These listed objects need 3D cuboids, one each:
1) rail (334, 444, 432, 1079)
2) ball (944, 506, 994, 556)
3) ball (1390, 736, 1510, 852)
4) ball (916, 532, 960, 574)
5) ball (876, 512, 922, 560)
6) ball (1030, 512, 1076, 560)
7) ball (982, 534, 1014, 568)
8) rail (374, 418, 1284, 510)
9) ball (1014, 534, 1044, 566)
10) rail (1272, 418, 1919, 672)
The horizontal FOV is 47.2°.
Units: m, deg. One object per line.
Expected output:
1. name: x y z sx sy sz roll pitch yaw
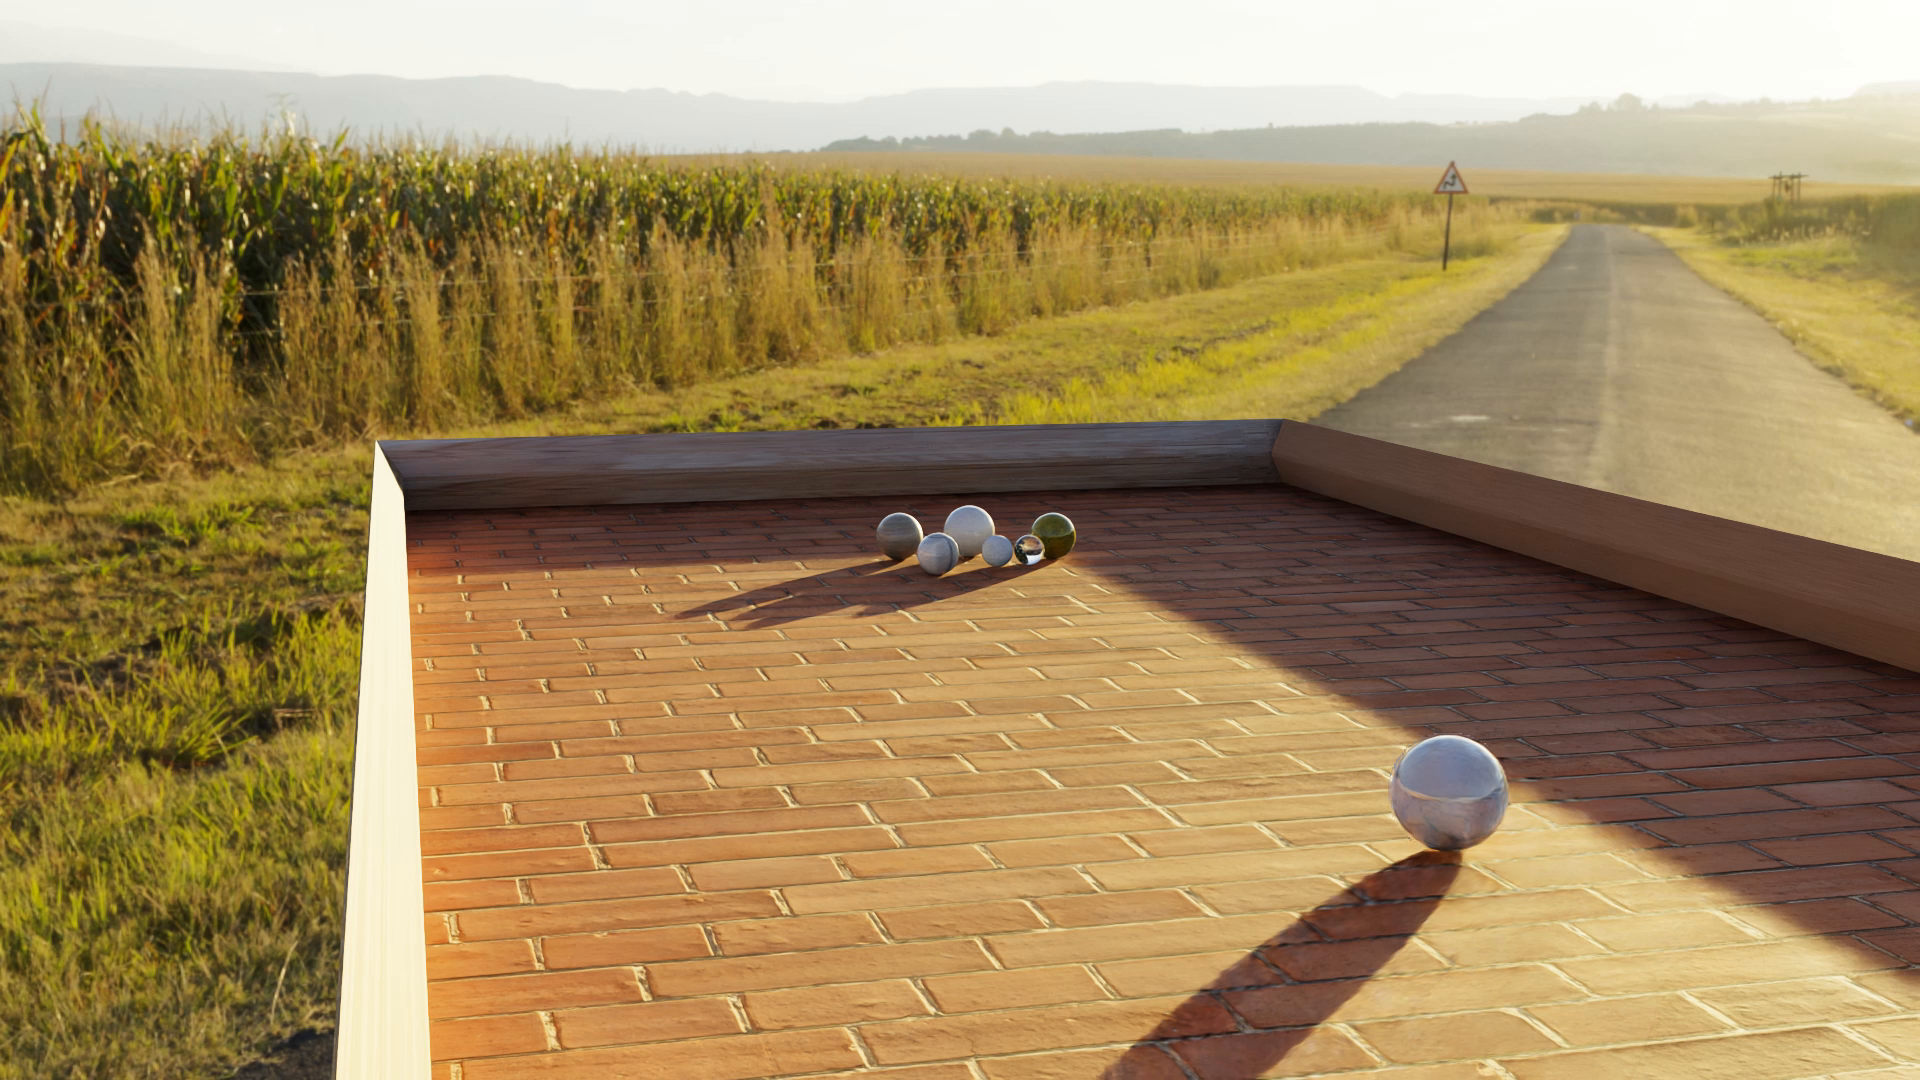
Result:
1. rail: -0.618 0.113 2.383 0.045 0.125 3.221 -2 9 -14
2. ball: 0.014 -0.014 3.405 0.079 0.079 0.079 0 8 0
3. ball: 0.407 0.210 1.827 0.096 0.096 0.096 0 8 0
4. ball: -0.032 0.020 3.233 0.062 0.062 0.062 0 8 0
5. ball: -0.093 -0.006 3.373 0.072 0.072 0.072 0 8 0
6. ball: 0.143 -0.006 3.381 0.071 0.071 0.071 0 8 0
7. ball: 0.056 0.017 3.306 0.048 0.048 0.048 0 8 0
8. rail: -0.194 -0.142 4.111 1.737 0.125 0.045 -2 9 -14
9. ball: 0.105 0.015 3.324 0.046 0.046 0.046 0 8 0
10. rail: 1.018 0.052 2.798 0.045 0.125 3.221 -2 9 -14
